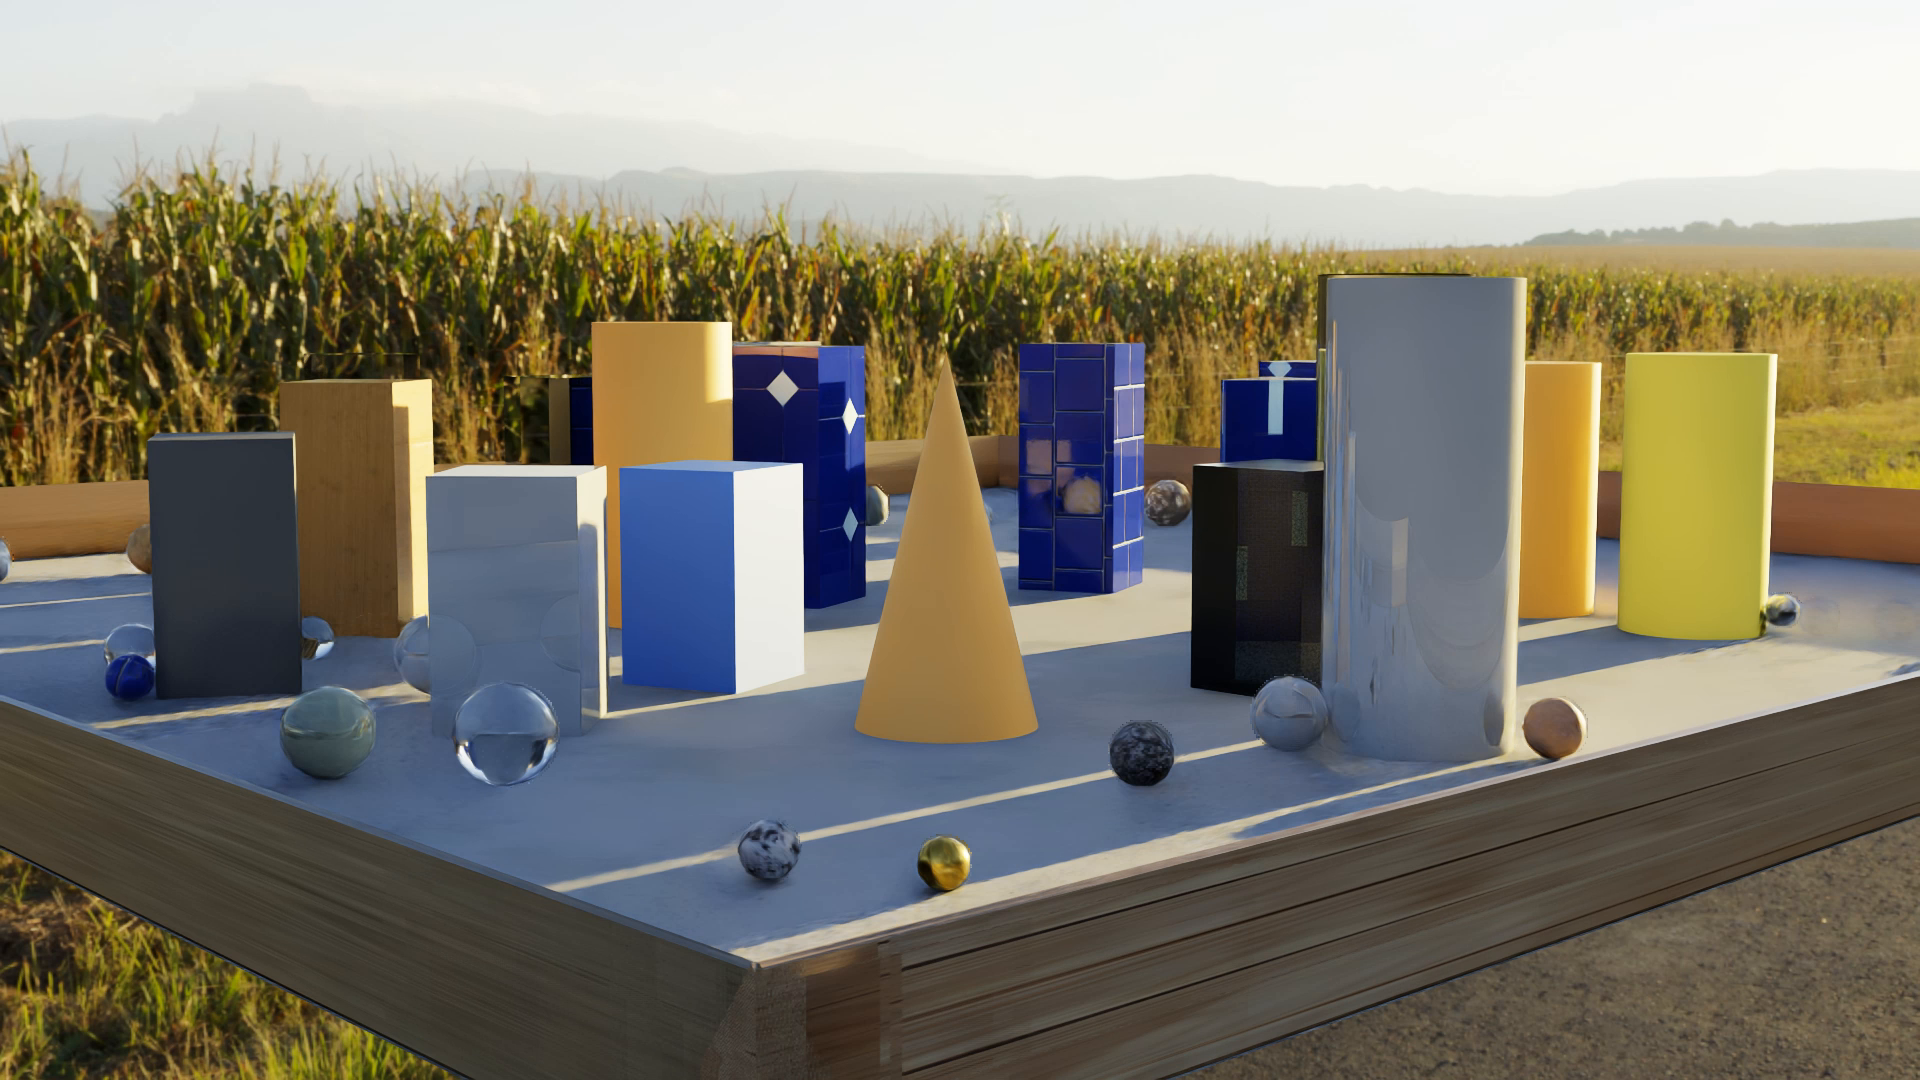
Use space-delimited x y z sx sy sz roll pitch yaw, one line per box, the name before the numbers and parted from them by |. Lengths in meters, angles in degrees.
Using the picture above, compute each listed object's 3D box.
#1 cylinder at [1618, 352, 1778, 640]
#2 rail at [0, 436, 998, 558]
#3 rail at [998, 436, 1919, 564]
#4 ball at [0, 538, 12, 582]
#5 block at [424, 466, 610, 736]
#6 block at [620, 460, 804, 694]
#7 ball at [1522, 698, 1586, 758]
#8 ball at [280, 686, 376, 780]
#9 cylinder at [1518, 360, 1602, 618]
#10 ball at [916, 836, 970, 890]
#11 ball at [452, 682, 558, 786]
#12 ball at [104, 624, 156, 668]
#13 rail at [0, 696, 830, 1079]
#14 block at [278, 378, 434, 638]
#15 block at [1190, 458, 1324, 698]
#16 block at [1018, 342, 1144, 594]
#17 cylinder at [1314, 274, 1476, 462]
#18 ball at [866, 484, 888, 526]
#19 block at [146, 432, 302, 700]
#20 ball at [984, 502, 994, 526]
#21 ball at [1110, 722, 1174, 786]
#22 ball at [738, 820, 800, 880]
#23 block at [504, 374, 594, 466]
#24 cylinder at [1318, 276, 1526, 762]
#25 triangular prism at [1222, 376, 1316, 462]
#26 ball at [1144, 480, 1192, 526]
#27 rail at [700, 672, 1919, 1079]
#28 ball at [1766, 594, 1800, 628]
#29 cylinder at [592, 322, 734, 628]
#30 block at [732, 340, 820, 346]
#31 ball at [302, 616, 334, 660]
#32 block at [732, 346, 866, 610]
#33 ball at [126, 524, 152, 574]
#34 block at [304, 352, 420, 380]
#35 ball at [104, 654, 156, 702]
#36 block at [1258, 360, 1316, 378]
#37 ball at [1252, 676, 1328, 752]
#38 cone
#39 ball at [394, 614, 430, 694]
cylinder | 1.025 -0.066 3.062 0.198 0.385 0.198 0 6 0
rail | -1.074 -0.087 4.489 3.235 0.129 0.045 -5 8 -42
rail | 1.171 -0.078 4.407 0.045 0.129 3.214 -5 8 -42
ball | -1.562 0.033 3.498 0.097 0.097 0.097 0 6 0
block | -0.474 0.062 2.374 0.159 0.274 0.159 0 6 2
block | -0.298 0.040 2.655 0.159 0.259 0.159 3 7 26
ball | 0.593 0.187 2.193 0.061 0.061 0.061 0 6 0
ball | -0.603 0.183 2.098 0.089 0.089 0.089 0 6 0
cylinder | 0.845 -0.080 3.273 0.198 0.368 0.198 0 6 0
ball | -0.013 0.249 1.694 0.042 0.042 0.042 0 6 0
ball | -0.427 0.183 2.066 0.097 0.097 0.097 0 6 0
ball | -0.982 0.132 2.611 0.065 0.065 0.065 0 6 0
rail | -1.171 0.146 2.257 0.045 0.129 3.214 -5 8 -42
block | -0.839 -0.049 3.076 0.159 0.347 0.159 1 6 5
block | 0.386 0.043 2.595 0.159 0.264 0.159 6 8 45
block | 0.197 -0.121 3.552 0.159 0.392 0.159 2 6 22
cylinder | 0.556 -0.094 2.826 0.198 0.490 0.198 0 6 0
ball | -0.190 -0.071 4.555 0.086 0.086 0.086 0 6 0
block | -0.868 0.025 2.609 0.159 0.298 0.159 -2 6 -16
ball | 0.039 -0.051 4.495 0.058 0.058 0.058 0 6 0
ball | 0.170 0.201 2.063 0.061 0.061 0.061 0 6 0
ball | -0.150 0.243 1.724 0.047 0.047 0.047 0 6 0
block | -0.691 -0.123 3.875 0.159 0.330 0.159 -5 8 -40
cylinder | 0.471 -0.027 2.249 0.198 0.477 0.198 0 6 0
triangular prism | 0.441 -0.051 3.083 0.172 0.351 0.149 0 6 -2
ball | 0.429 -0.076 4.541 0.098 0.098 0.098 0 6 0
rail | 1.074 0.154 2.175 3.235 0.129 0.045 -5 8 -42
ball | 1.147 0.098 3.070 0.047 0.047 0.047 0 6 0
cylinder | -0.425 -0.097 3.154 0.198 0.428 0.198 0 6 0
block | -0.392 -0.209 4.448 0.159 0.383 0.159 4 7 35
ball | -0.828 0.126 2.808 0.057 0.057 0.057 0 6 0
block | -0.251 -0.102 3.376 0.159 0.391 0.159 3 6 23
ball | -1.366 0.015 3.727 0.087 0.087 0.087 0 6 0
block | -1.036 -0.138 3.824 0.159 0.370 0.159 -3 7 -29
ball | -0.949 0.157 2.514 0.054 0.054 0.054 0 6 0
block | 0.687 -0.172 4.260 0.159 0.347 0.159 5 8 40
ball | 0.334 0.176 2.228 0.076 0.076 0.076 0 6 0
cone | -0.015 0.000 2.349 0.198 0.402 0.198 0 6 0
ball | -0.611 0.132 2.561 0.094 0.094 0.094 0 6 0
